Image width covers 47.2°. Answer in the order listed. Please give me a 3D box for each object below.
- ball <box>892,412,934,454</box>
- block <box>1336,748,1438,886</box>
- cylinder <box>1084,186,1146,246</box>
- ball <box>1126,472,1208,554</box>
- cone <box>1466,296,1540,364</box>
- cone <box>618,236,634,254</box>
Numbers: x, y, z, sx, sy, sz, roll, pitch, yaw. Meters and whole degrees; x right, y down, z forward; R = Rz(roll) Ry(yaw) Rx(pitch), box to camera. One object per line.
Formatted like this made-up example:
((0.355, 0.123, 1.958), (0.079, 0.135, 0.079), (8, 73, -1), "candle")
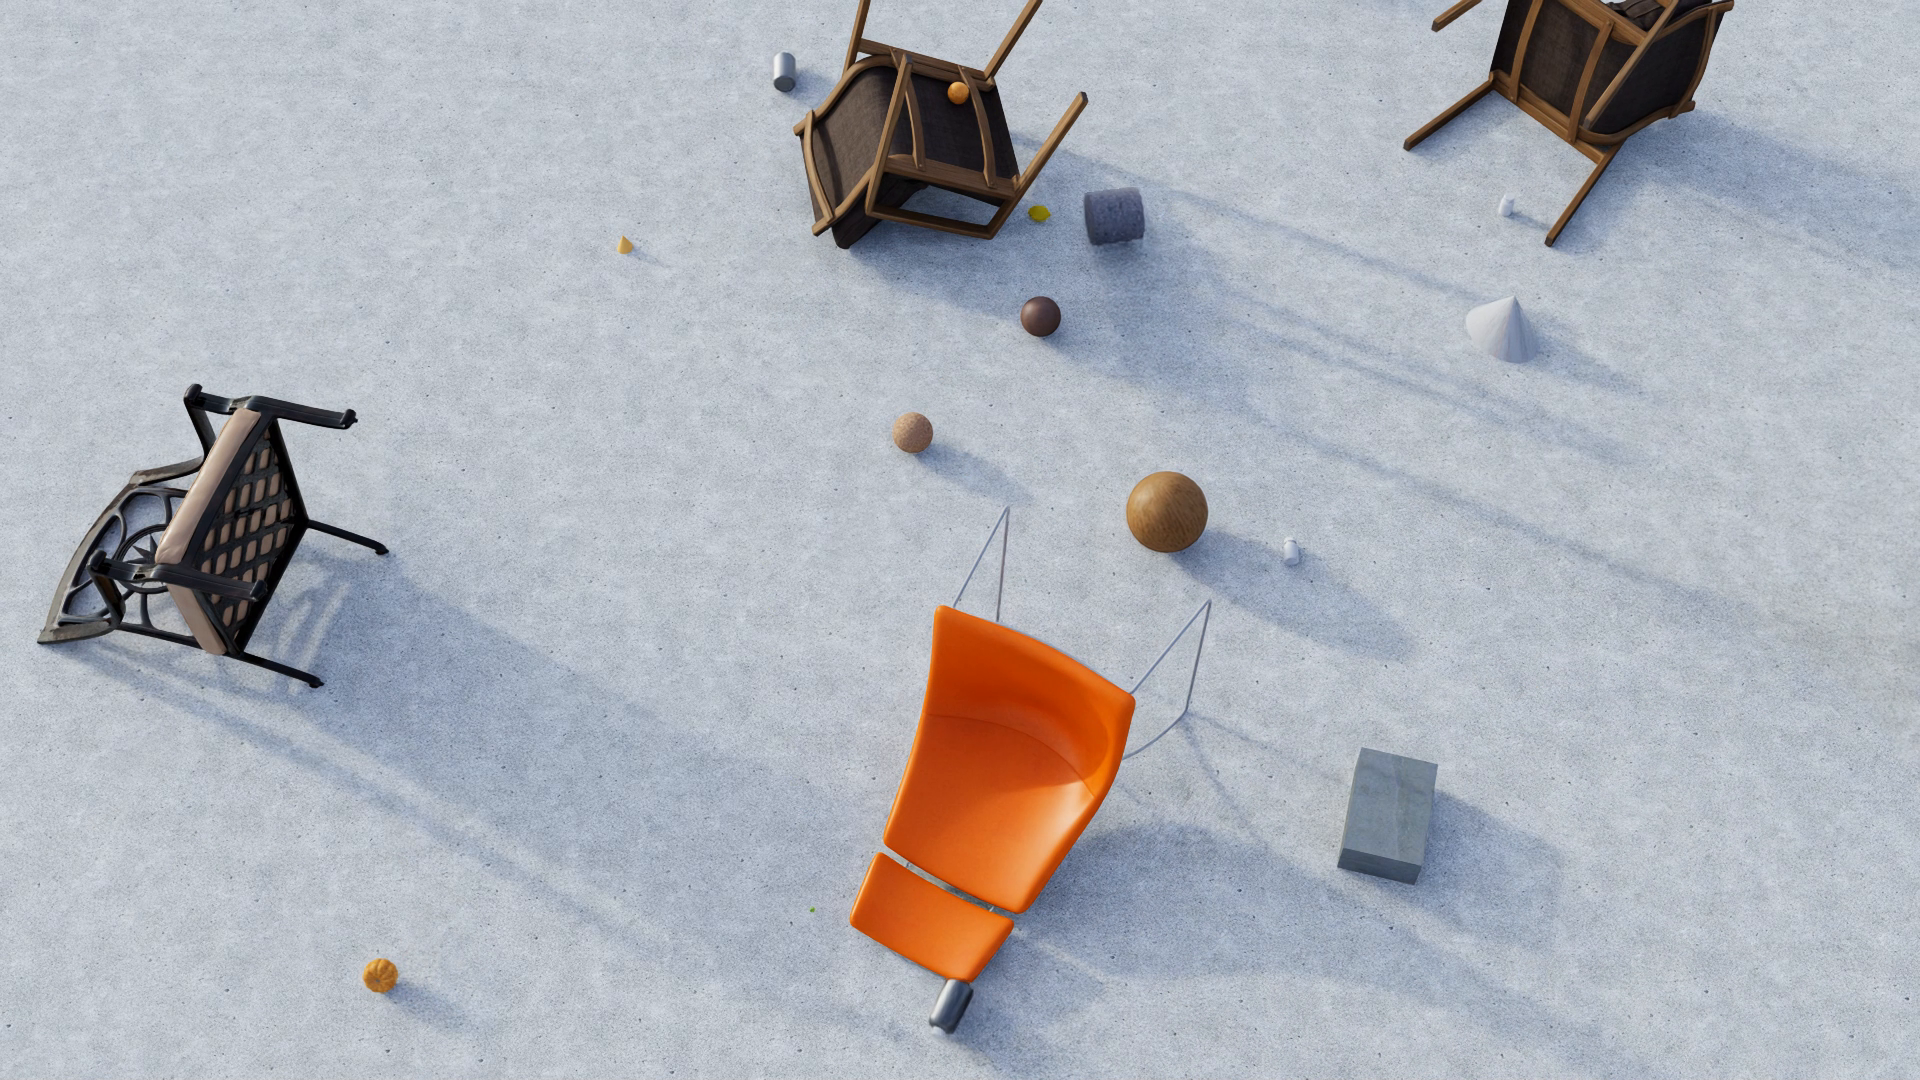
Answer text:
((-0.144, -0.328, 6.718), (0.126, 0.126, 0.126), (0, 56, 0), "ball")
((1.167, 0.752, 5.997), (0.212, 0.121, 0.315), (12, 57, 8), "block")
((0.504, -1.055, 7.179), (0.164, 0.171, 0.162), (-12, 63, -4), "cylinder")
((0.610, -0.082, 6.483), (0.242, 0.242, 0.242), (0, 56, 0), "ball")
((1.731, -0.710, 6.937), (0.194, 0.189, 0.264), (-33, 62, -20), "cone")
((-1.099, -0.977, 7.192), (0.051, 0.062, 0.057), (21, 59, 13), "cone")
